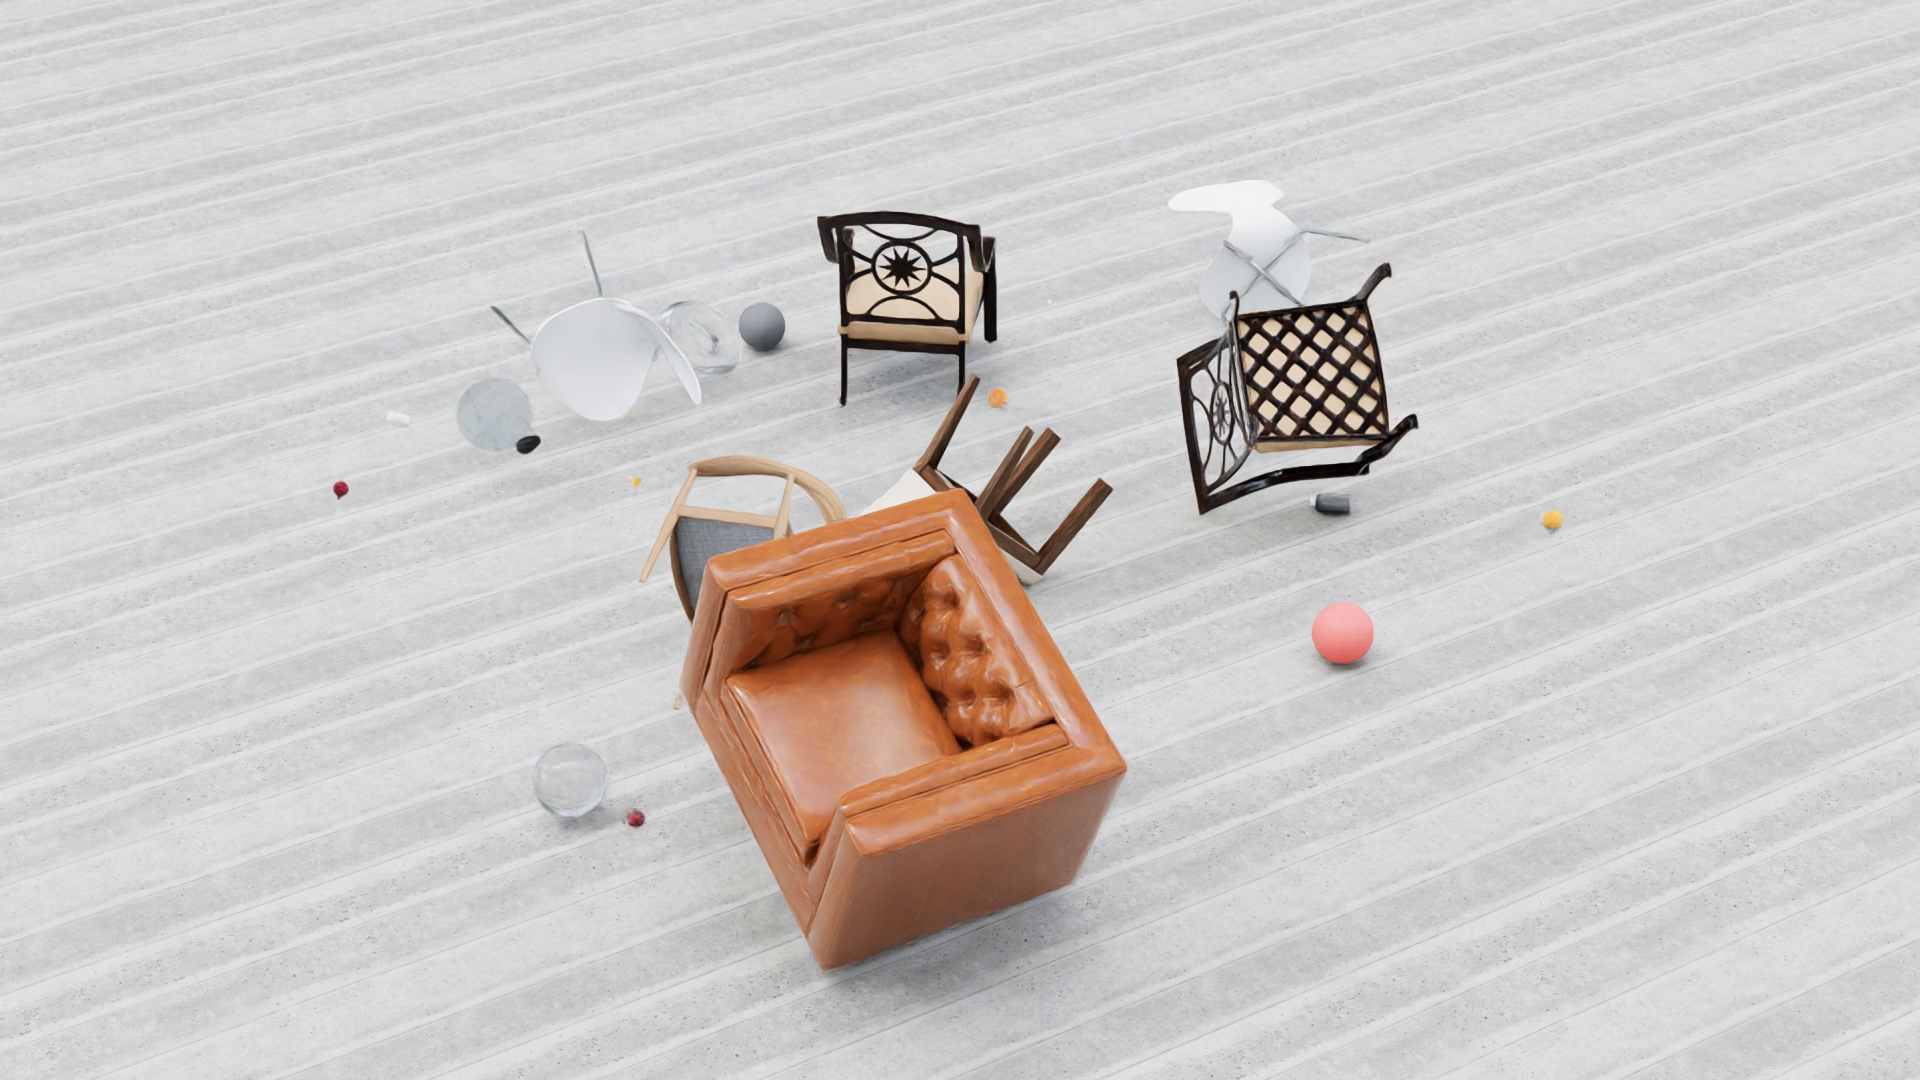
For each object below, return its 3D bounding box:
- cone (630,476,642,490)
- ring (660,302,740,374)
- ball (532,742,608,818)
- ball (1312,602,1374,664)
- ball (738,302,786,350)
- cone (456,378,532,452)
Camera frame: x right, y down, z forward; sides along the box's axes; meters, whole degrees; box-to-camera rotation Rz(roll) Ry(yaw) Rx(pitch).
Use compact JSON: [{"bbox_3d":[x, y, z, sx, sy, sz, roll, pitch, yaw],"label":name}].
[{"bbox_3d":[-1.111,-0.191,10.039,0.046,0.046,0.045,6,0,5],"label":"cone"},{"bbox_3d":[-1.041,-0.812,11.776,0.381,0.101,0.299,30,50,-27],"label":"ring"},{"bbox_3d":[-1.267,0.782,9.532,0.248,0.248,0.248,0,33,0],"label":"ball"},{"bbox_3d":[1.339,0.324,10.254,0.218,0.218,0.218,0,33,0],"label":"ball"},{"bbox_3d":[-0.818,-0.885,12.110,0.195,0.195,0.195,0,33,0],"label":"ball"},{"bbox_3d":[-1.779,-0.463,11.186,0.285,0.284,0.145,-34,-1,-14],"label":"cone"}]
